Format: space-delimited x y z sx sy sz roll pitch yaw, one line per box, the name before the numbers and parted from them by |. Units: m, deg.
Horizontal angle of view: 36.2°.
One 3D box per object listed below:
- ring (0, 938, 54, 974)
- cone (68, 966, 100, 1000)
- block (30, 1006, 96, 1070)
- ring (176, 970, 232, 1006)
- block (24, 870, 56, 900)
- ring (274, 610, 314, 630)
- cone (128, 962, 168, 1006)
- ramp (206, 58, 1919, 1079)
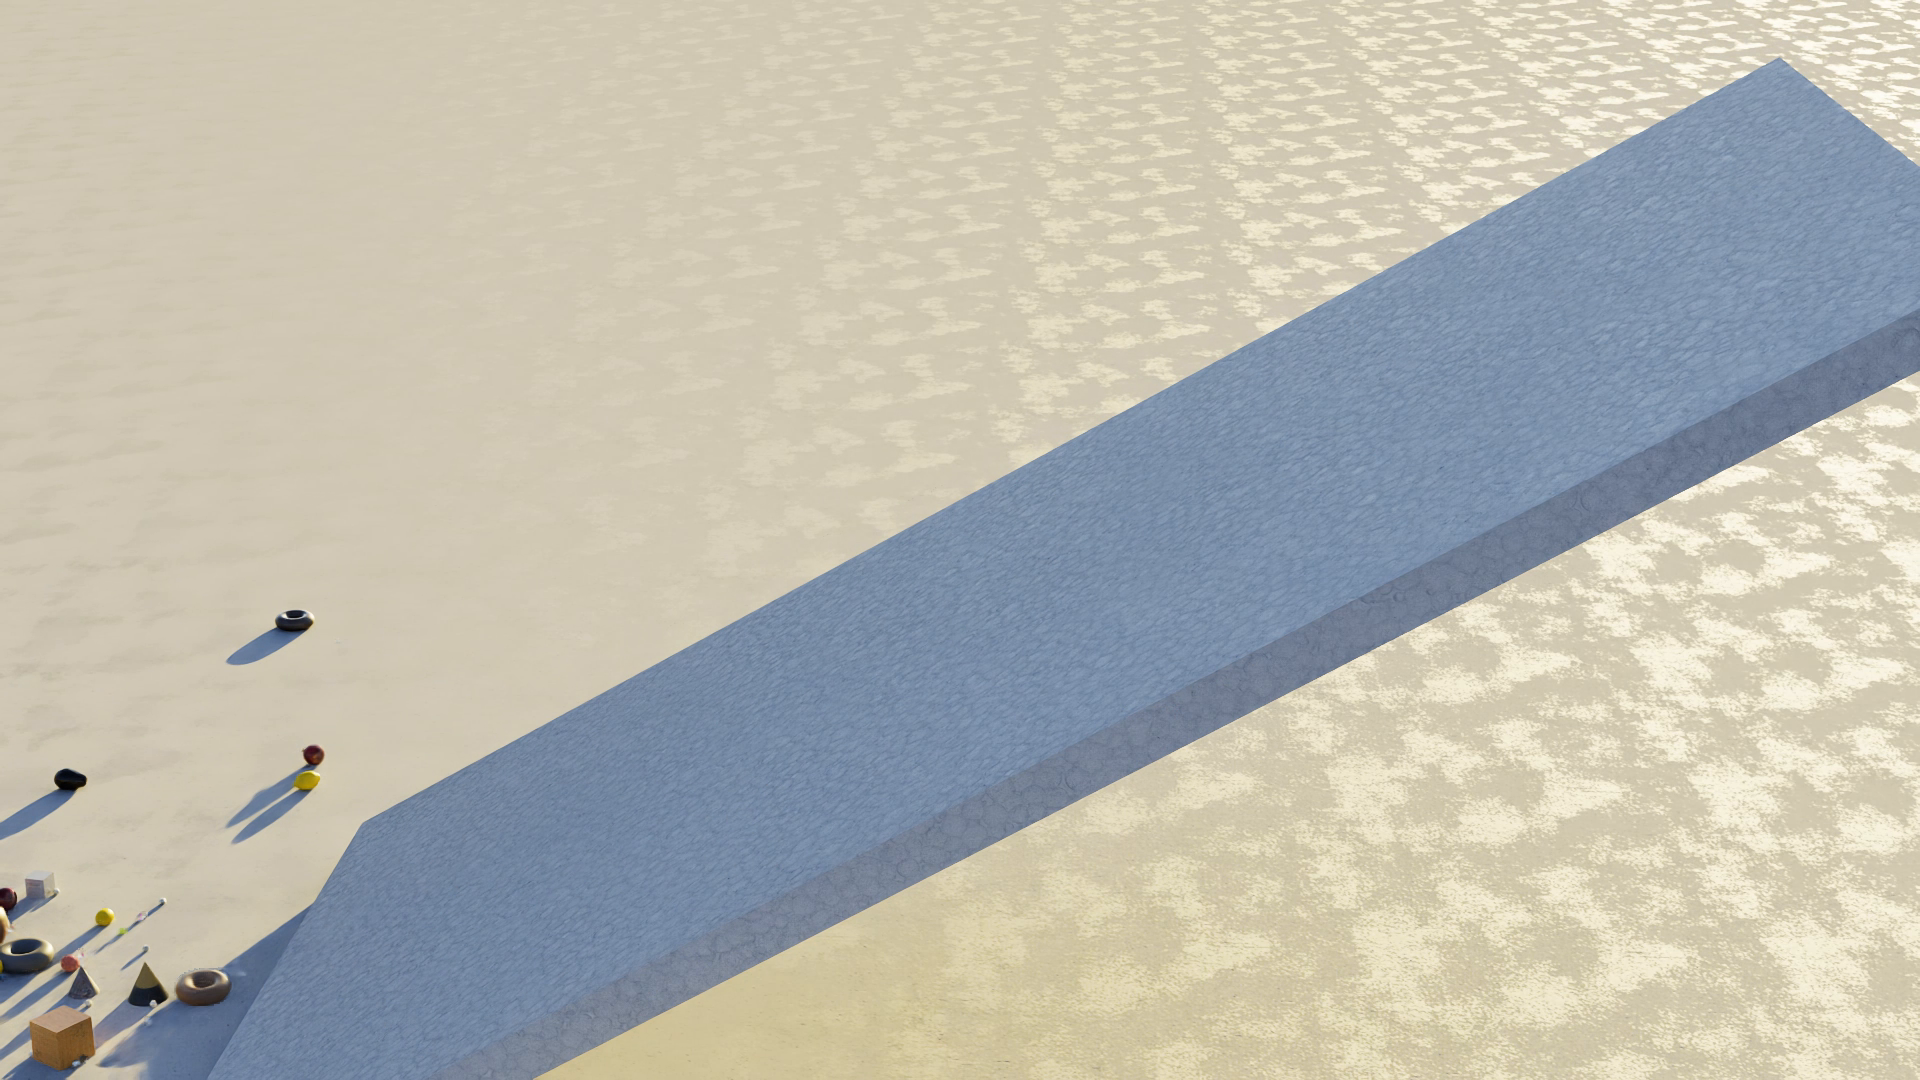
ring | -2.244 0.997 7.049 0.141 0.047 0.141 -1 17 0
cone | -2.061 1.031 6.909 0.071 0.071 0.071 0 19 0
block | -2.017 1.119 6.610 0.095 0.095 0.095 13 23 34
ring | -1.774 1.050 6.898 0.127 0.042 0.127 3 21 -1
block | -2.320 0.869 7.420 0.052 0.052 0.052 4 19 12
ring | -2.097 0.253 9.269 0.122 0.041 0.122 1 19 0
cone | -1.903 1.028 6.882 0.094 0.094 0.094 0 19 0
ramp | 0.142 0.168 6.285 4.000 0.100 2.000 -28 15 12
